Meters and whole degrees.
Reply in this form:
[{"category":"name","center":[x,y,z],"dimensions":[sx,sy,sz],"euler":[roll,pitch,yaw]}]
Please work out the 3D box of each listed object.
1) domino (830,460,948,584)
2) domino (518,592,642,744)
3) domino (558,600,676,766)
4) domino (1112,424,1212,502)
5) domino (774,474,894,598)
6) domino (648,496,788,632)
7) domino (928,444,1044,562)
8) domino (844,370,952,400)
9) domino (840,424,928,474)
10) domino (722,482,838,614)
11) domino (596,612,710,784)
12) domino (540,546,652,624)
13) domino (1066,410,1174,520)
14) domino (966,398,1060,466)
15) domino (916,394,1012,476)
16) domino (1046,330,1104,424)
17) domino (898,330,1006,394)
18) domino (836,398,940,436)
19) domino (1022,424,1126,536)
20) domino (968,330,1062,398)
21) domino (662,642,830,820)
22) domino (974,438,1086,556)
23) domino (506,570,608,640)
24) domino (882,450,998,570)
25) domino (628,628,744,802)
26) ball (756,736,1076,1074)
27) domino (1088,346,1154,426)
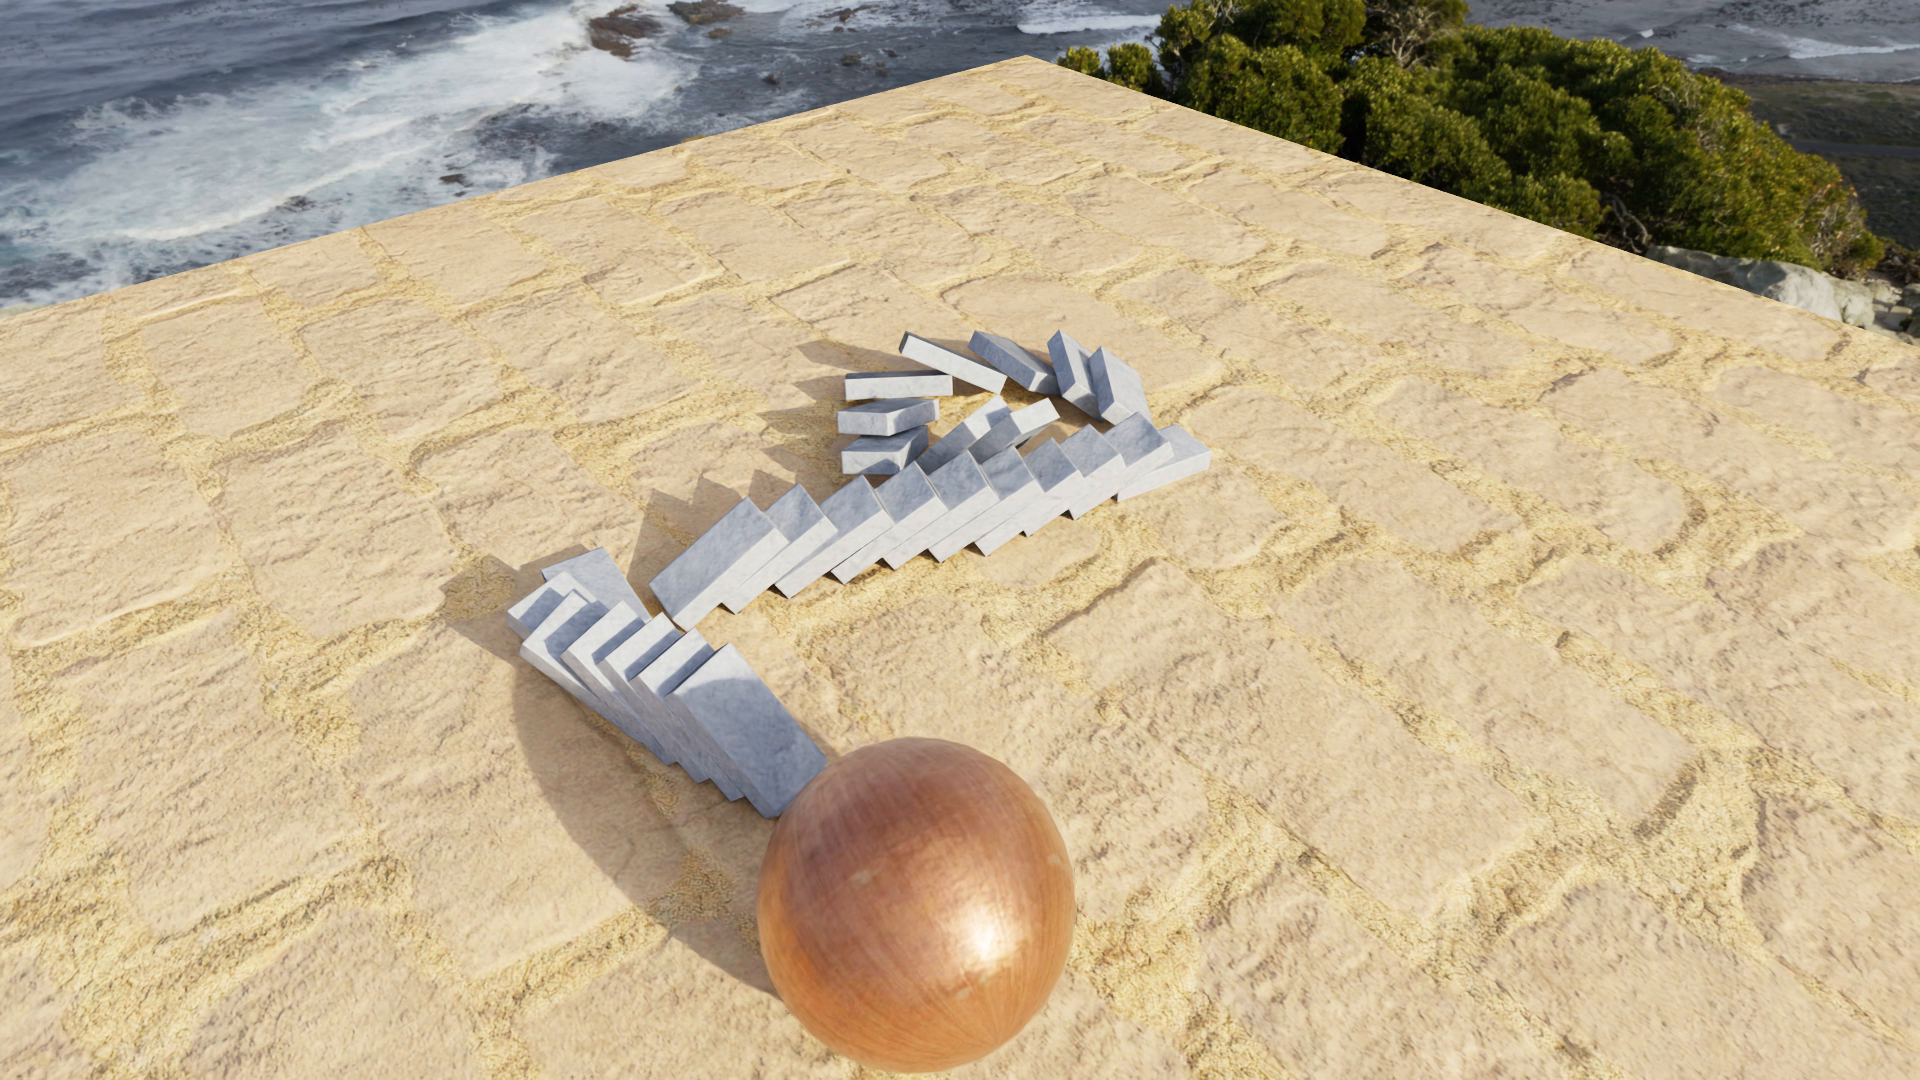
[{"category":"domino","center":[-0.032,-0.007,0.434],"dimensions":[0.050,0.009,0.025],"euler":[-35,44,4]},{"category":"domino","center":[-0.119,0.043,0.369],"dimensions":[0.050,0.010,0.025],"euler":[38,50,-6]},{"category":"domino","center":[-0.104,0.047,0.361],"dimensions":[0.050,0.010,0.025],"euler":[49,48,-10]},{"category":"domino","center":[0.083,-0.035,0.486],"dimensions":[0.050,0.010,0.025],"euler":[-20,43,-22]},{"category":"domino","center":[-0.052,-0.002,0.428],"dimensions":[0.050,0.010,0.025],"euler":[-35,44,2]},{"category":"domino","center":[-0.092,0.009,0.415],"dimensions":[0.050,0.009,0.025],"euler":[-42,48,-6]},{"category":"domino","center":[0.007,-0.015,0.442],"dimensions":[0.050,0.010,0.025],"euler":[-33,45,6]},{"category":"domino","center":[-0.030,-0.075,0.527],"dimensions":[0.050,0.010,0.025],"euler":[-3,15,-4]},{"category":"domino","center":[-0.032,-0.040,0.477],"dimensions":[0.025,0.010,0.050],"euler":[2,19,12]},{"category":"domino","center":[-0.074,0.003,0.423],"dimensions":[0.050,0.010,0.025],"euler":[-40,48,-3]},{"category":"domino","center":[-0.091,0.051,0.356],"dimensions":[0.050,0.010,0.025],"euler":[52,48,-8]},{"category":"domino","center":[-0.137,0.024,0.415],"dimensions":[0.025,0.010,0.050],"euler":[-23,45,-26]},{"category":"domino","center":[0.062,-0.032,0.467],"dimensions":[0.050,0.010,0.025],"euler":[-32,46,-1]},{"category":"domino","center":[0.017,-0.041,0.462],"dimensions":[0.025,0.050,0.009],"euler":[-28,85,-43]},{"category":"domino","center":[-0.002,-0.042,0.467],"dimensions":[0.009,0.050,0.025],"euler":[52,51,-4]},{"category":"domino","center":[0.058,-0.079,0.530],"dimensions":[0.025,0.010,0.050],"euler":[30,30,-27]},{"category":"domino","center":[-0.004,-0.085,0.525],"dimensions":[0.050,0.010,0.025],"euler":[21,13,-12]},{"category":"domino","center":[-0.031,-0.056,0.494],"dimensions":[0.025,0.009,0.050],"euler":[5,16,24]},{"category":"domino","center":[0.041,-0.025,0.459],"dimensions":[0.050,0.009,0.025],"euler":[-35,46,-2]},{"category":"domino","center":[0.029,-0.087,0.541],"dimensions":[0.025,0.009,0.050],"euler":[4,28,-44]},{"category":"domino","center":[-0.067,0.060,0.345],"dimensions":[0.050,0.010,0.025],"euler":[52,49,-8]},{"category":"domino","center":[0.024,-0.018,0.447],"dimensions":[0.050,0.009,0.025],"euler":[-36,44,4]},{"category":"domino","center":[-0.130,0.036,0.384],"dimensions":[0.050,0.010,0.025],"euler":[40,49,6]},{"category":"domino","center":[-0.012,-0.012,0.438],"dimensions":[0.050,0.010,0.025],"euler":[-34,45,6]},{"category":"domino","center":[-0.079,0.055,0.351],"dimensions":[0.050,0.010,0.025],"euler":[51,48,-8]},{"category":"ball","center":[-0.011,0.090,0.278],"dimensions":[0.080,0.080,0.080],"euler":[0,39,0]},{"category":"domino","center":[0.075,-0.069,0.517],"dimensions":[0.025,0.009,0.050],"euler":[30,33,-23]}]
